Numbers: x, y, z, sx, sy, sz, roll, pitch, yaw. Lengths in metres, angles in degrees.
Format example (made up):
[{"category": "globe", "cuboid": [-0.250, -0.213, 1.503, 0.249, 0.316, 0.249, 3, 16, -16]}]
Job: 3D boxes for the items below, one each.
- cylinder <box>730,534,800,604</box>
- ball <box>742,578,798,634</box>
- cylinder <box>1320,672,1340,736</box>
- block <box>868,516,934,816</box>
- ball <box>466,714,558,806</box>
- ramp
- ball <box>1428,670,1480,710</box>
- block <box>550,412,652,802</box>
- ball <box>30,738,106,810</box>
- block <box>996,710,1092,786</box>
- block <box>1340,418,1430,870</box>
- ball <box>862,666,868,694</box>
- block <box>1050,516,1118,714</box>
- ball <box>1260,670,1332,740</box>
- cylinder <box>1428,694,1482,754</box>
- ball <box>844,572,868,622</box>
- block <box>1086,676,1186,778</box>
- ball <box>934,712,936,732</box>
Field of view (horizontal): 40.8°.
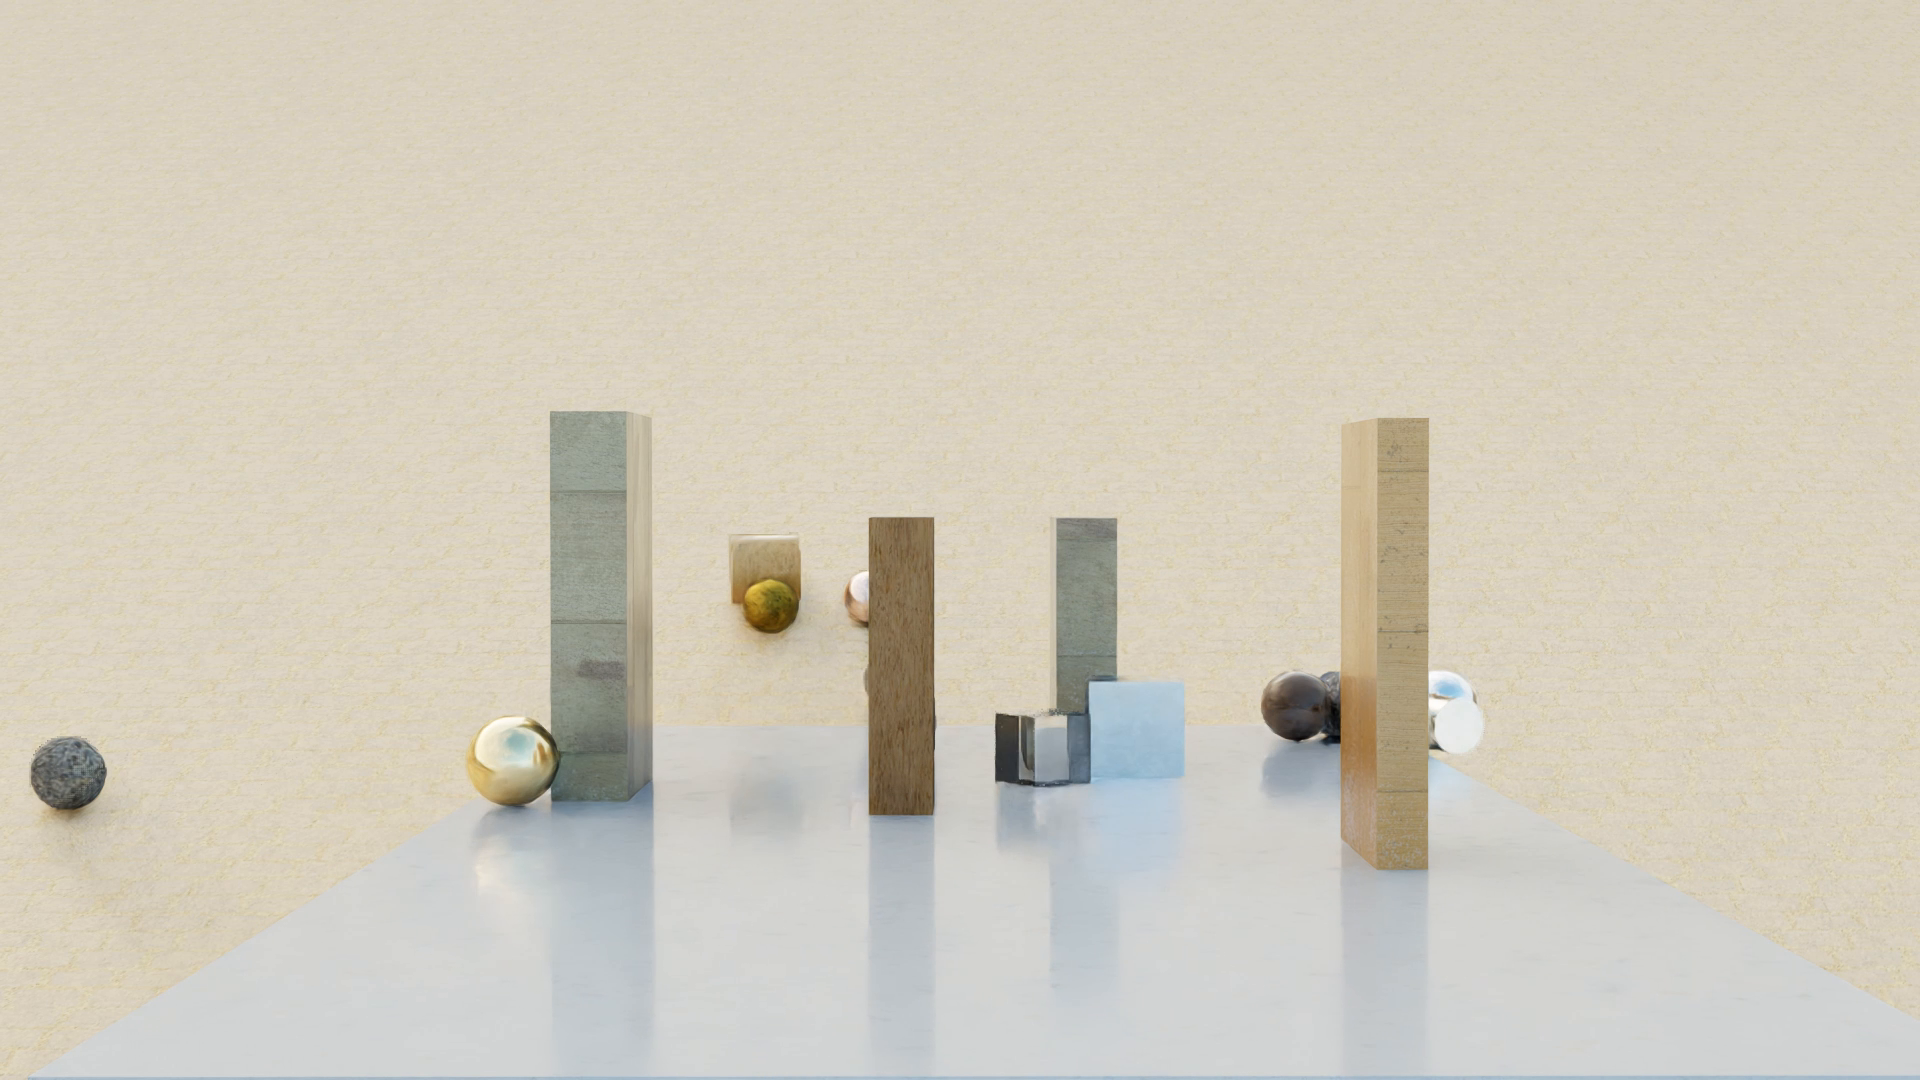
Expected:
[{"category": "cylinder", "cuboid": [-0.554, 0.081, 7.330, 0.191, 0.191, 0.191, -1, 27, -8]}, {"category": "ball", "cuboid": [-0.526, 0.184, 7.180, 0.155, 0.155, 0.155, 0, 27, 0]}, {"category": "cylinder", "cuboid": [0.959, 0.400, 6.256, 0.156, 0.156, 0.156, -24, 15, -38]}, {"category": "block", "cuboid": [-0.108, 0.230, 4.859, 0.118, 0.545, 0.261, 0, 1, 0]}, {"category": "ball", "cuboid": [-0.844, 0.416, 4.872, 0.173, 0.173, 0.173, 0, 27, 0]}, {"category": "ramp", "cuboid": [0.062, 0.556, 4.594, 2.000, 0.100, 4.000, 0, 1, 0]}, {"category": "ball", "cuboid": [1.181, 0.414, 6.342, 0.190, 0.190, 0.190, 0, 27, 0]}, {"category": "block", "cuboid": [-0.710, 0.124, 5.144, 0.147, 0.747, 0.410, 0, 1, 0]}, {"category": "ball", "cuboid": [-2.207, 0.578, 6.392, 0.180, 0.180, 0.180, 0, 27, 0]}, {"category": "block", "cuboid": [0.171, 0.425, 5.287, 0.140, 0.140, 0.140, -1, 1, -34]}, {"category": "block", "cuboid": [0.690, 0.159, 4.215, 0.081, 0.705, 0.378, 0, 1, 0]}, {"category": "ball", "cuboid": [-0.185, 0.370, 6.831, 0.145, 0.145, 0.145, 0, 27, 0]}, {"category": "block", "cuboid": [0.273, 0.219, 5.758, 0.131, 0.538, 0.403, 0, 1, 0]}, {"category": "ball", "cuboid": [0.804, 0.396, 6.181, 0.169, 0.169, 0.169, 0, 27, 0]}, {"category": "cylinder", "cuboid": [1.109, 0.421, 5.925, 0.127, 0.127, 0.127, -11, 6, -21]}, {"category": "ball", "cuboid": [-0.255, 0.159, 7.241, 0.144, 0.144, 0.144, 0, 27, 0]}, {"category": "block", "cuboid": [0.369, 0.392, 5.458, 0.200, 0.200, 0.200, 0, 1, 1]}, {"category": "ball", "cuboid": [-0.127, 0.413, 5.843, 0.147, 0.147, 0.147, 0, 27, 0]}]
